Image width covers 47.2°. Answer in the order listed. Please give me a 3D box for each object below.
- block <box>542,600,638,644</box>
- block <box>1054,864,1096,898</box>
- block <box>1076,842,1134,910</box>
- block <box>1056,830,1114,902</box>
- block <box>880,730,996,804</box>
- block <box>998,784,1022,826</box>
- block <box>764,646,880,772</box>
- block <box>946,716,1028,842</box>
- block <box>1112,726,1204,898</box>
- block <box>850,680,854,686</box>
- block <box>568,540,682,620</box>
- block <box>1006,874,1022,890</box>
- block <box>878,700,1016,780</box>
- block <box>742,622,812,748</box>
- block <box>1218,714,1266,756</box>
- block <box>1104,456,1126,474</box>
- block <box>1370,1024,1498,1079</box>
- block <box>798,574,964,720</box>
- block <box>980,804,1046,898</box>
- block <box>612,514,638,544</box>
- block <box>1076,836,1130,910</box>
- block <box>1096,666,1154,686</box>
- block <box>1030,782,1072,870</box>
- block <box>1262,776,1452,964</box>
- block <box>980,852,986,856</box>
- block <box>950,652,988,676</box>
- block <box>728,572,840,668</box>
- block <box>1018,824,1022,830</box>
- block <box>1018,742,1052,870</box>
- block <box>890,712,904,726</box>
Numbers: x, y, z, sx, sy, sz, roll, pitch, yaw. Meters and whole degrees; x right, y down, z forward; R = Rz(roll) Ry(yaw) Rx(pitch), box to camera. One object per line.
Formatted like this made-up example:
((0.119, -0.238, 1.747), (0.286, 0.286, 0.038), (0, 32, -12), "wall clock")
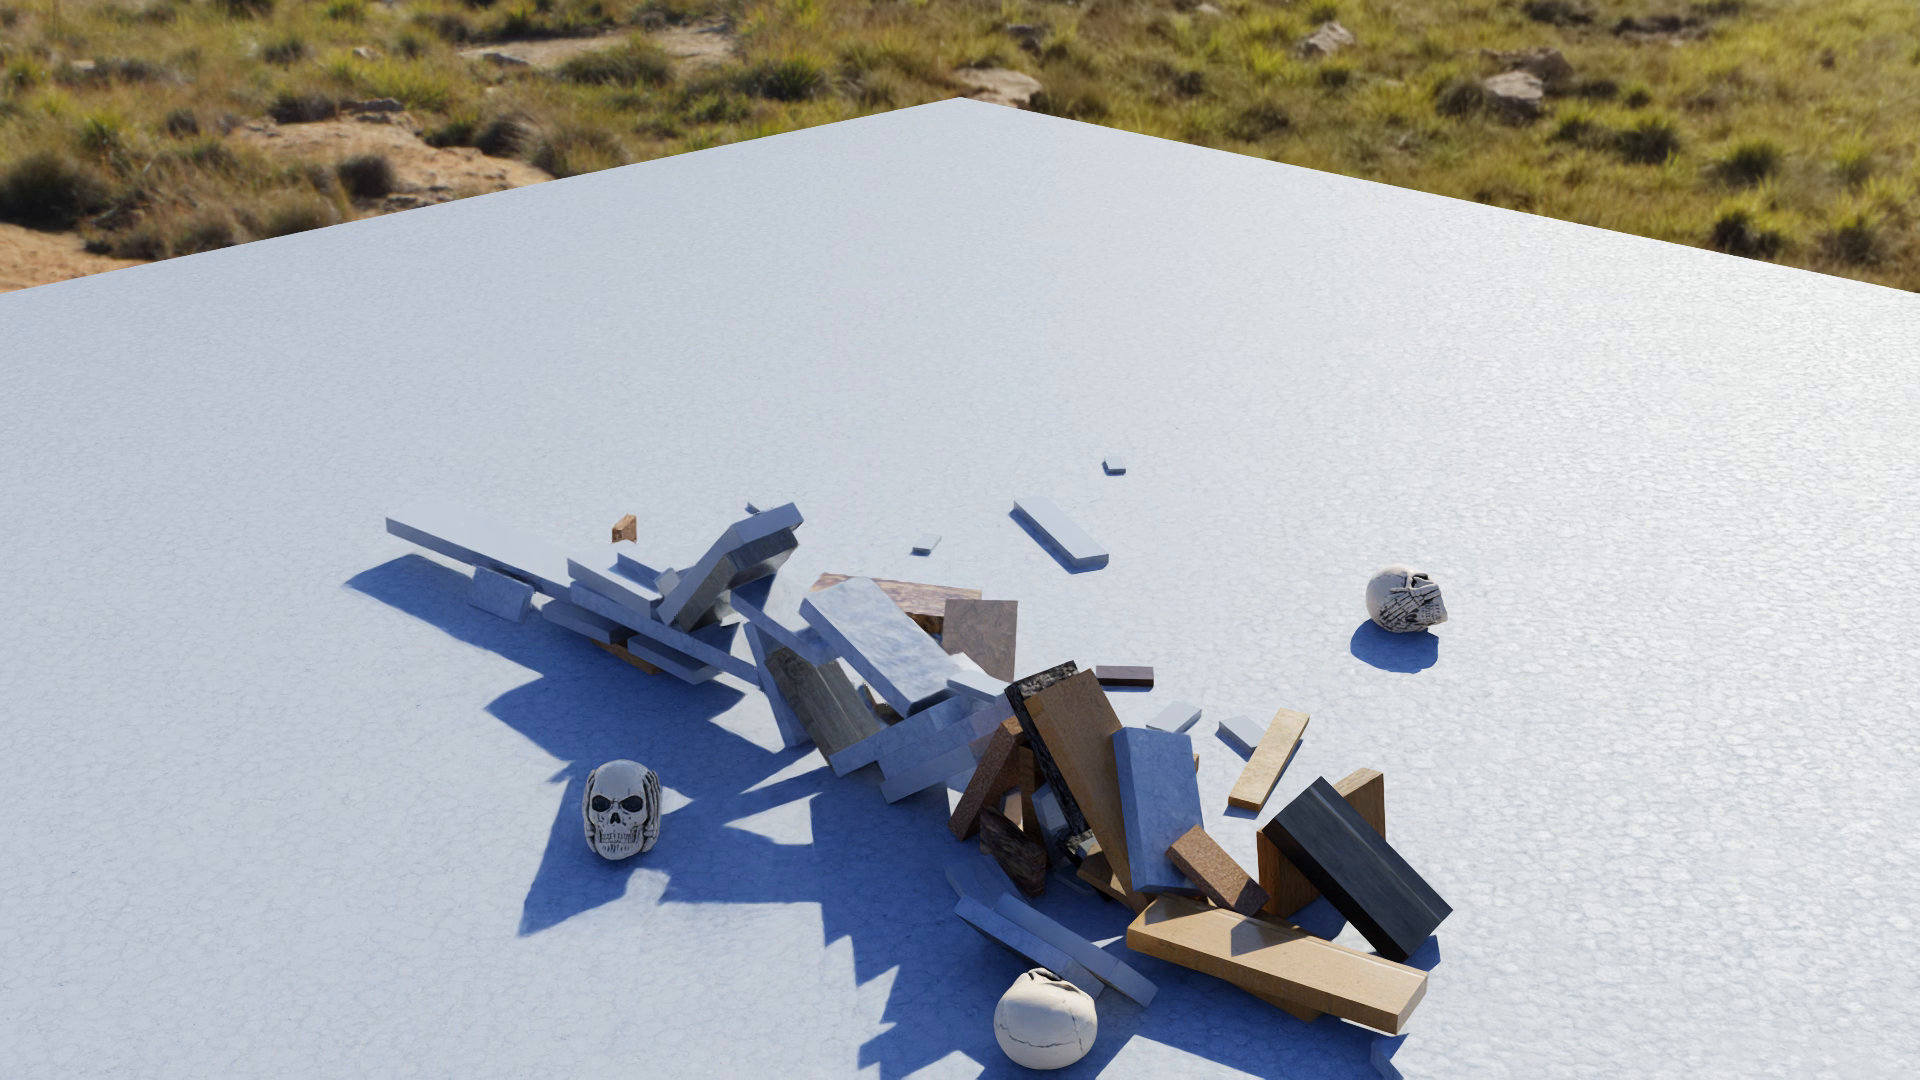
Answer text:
((-0.865, 0.181, 5.205), (0.239, 0.034, 0.120), (18, 28, 36), "block")
((0.228, 0.651, 4.209), (0.046, 0.013, 0.093), (-18, 29, -36), "block")
((0.300, 0.637, 4.127), (0.152, 0.022, 0.076), (30, 41, 5), "block")
((0.261, 0.616, 4.198), (0.076, 0.022, 0.152), (-21, 57, -40), "block")
((-0.009, 0.444, 4.419), (0.162, 0.046, 0.323), (-21, -6, -40), "block")
((0.099, 0.539, 4.344), (0.057, 0.113, 0.016), (-21, 42, -40), "block")
((-0.285, 0.342, 4.669), (0.140, 0.040, 0.280), (-24, 77, -44), "block")
((0.098, 0.449, 4.309), (0.162, 0.323, 0.046), (-21, 58, -40), "block")
((0.378, 0.507, 4.111), (0.153, 0.307, 0.043), (10, -29, -31), "block")
((-0.339, 0.319, 4.974), (0.190, 0.027, 0.095), (20, 30, 38), "block")
((-0.743, 0.089, 5.076), (0.167, 0.047, 0.334), (-19, 29, -39), "block")
((0.076, 0.651, 4.211), (0.093, 0.013, 0.046), (3, 23, 6), "block")
((-0.010, 0.393, 4.404), (0.162, 0.046, 0.323), (-21, -6, -41), "block")
((-0.358, 0.290, 4.734), (0.140, 0.280, 0.040), (-23, 5, -42), "block")
((0.622, 0.420, 4.746), (0.067, 0.019, 0.134), (-10, 25, -22), "block")
((0.440, -0.214, 6.248), (0.049, 0.014, 0.097), (-2, 23, -5), "block")
((0.805, 0.901, 3.583), (0.145, 0.041, 0.290), (-8, 24, -17), "block")
((-0.157, 0.218, 4.567), (0.173, 0.049, 0.346), (-21, 53, -42), "block")
((0.100, 0.594, 4.202), (0.027, 0.095, 0.190), (-13, 28, -28), "block")
((-0.827, 0.040, 5.425), (0.026, 0.186, 0.093), (9, 25, 13), "block")
((0.298, 0.625, 4.171), (0.076, 0.022, 0.152), (-23, 60, -41), "block")
((0.375, 0.309, 5.008), (0.130, 0.018, 0.065), (1, 23, 3), "block")
((0.196, 0.539, 4.232), (0.026, 0.182, 0.091), (17, 44, 43), "block")
((0.728, 0.605, 4.026), (0.340, 0.048, 0.170), (46, 45, 13), "block")
((0.101, 0.613, 4.295), (0.113, 0.016, 0.057), (-14, 26, -29), "block")
((0.032, 0.367, 4.754), (0.170, 0.048, 0.340), (-13, 36, -34), "block")
((-0.344, 0.165, 4.665), (0.280, 0.040, 0.140), (32, 37, 34), "block")
((0.135, 0.575, 4.350), (0.057, 0.016, 0.113), (2, 11, 44), "block")
((0.178, 0.498, 4.247), (0.131, 0.263, 0.037), (-21, 26, -40), "block")
((-0.103, 0.389, 4.825), (0.101, 0.014, 0.050), (0, 23, -1), "block")
